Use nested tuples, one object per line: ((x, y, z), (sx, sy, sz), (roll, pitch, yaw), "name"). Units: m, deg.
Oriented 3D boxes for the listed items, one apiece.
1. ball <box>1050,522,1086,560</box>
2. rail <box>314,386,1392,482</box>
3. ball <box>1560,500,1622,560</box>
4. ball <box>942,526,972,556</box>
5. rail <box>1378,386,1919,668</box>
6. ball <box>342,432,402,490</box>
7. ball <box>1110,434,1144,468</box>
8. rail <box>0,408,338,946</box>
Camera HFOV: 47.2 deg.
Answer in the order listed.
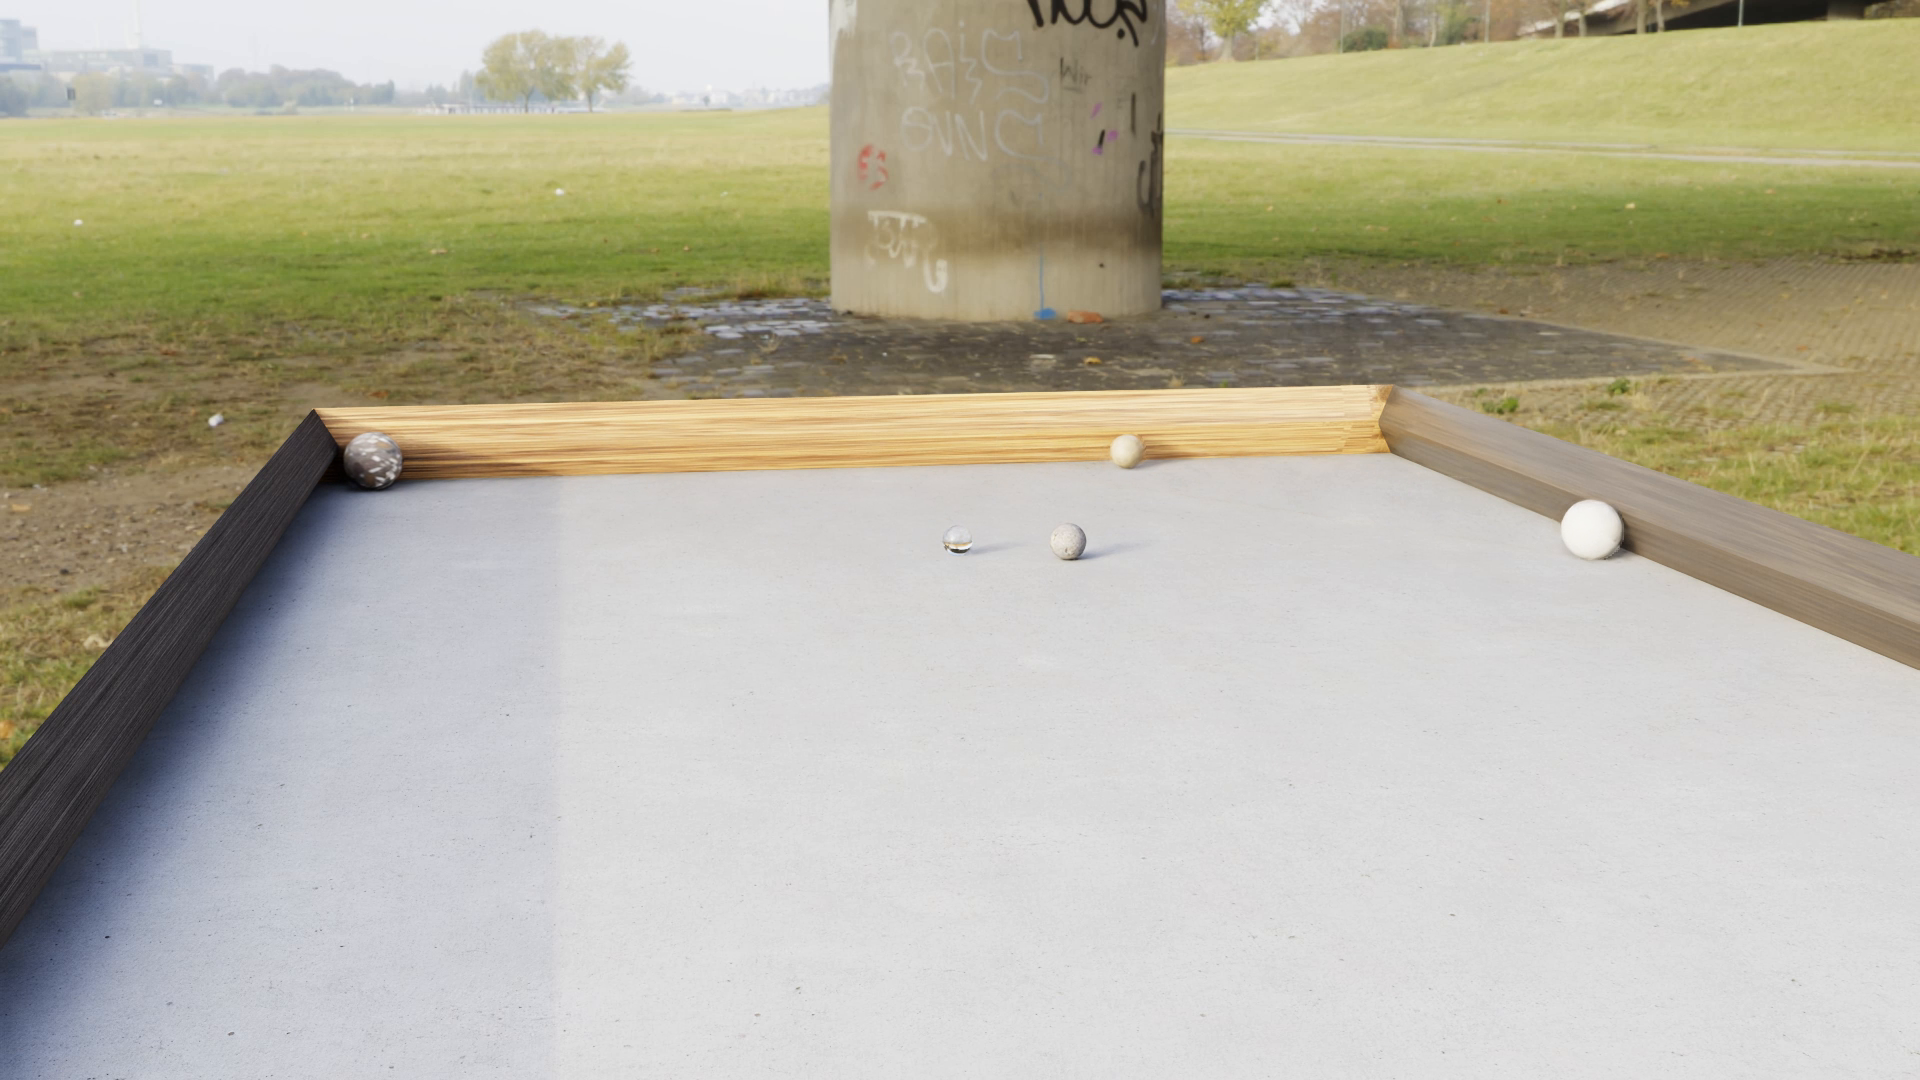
((0.155, 0.002, 3.164), (0.053, 0.053, 0.053), (0, 11, 0), "ball")
((-0.148, -0.193, 3.966), (1.970, 0.128, 0.045), (-2, 11, -10), "rail")
((0.910, -0.015, 3.167), (0.086, 0.086, 0.086), (0, 11, 0), "ball")
((-0.004, 0.001, 3.195), (0.044, 0.044, 0.044), (0, 11, 0), "ball")
((1.099, 0.101, 2.451), (0.045, 0.128, 3.520), (-2, 11, -10), "rail")
((-1.002, -0.135, 3.753), (0.098, 0.098, 0.098), (0, 11, 0), "ball")
((0.303, -0.161, 3.979), (0.062, 0.062, 0.062), (0, 11, 0), "ball")
((-0.795, 0.164, 2.124), (0.045, 0.128, 3.520), (-2, 11, -10), "rail")
